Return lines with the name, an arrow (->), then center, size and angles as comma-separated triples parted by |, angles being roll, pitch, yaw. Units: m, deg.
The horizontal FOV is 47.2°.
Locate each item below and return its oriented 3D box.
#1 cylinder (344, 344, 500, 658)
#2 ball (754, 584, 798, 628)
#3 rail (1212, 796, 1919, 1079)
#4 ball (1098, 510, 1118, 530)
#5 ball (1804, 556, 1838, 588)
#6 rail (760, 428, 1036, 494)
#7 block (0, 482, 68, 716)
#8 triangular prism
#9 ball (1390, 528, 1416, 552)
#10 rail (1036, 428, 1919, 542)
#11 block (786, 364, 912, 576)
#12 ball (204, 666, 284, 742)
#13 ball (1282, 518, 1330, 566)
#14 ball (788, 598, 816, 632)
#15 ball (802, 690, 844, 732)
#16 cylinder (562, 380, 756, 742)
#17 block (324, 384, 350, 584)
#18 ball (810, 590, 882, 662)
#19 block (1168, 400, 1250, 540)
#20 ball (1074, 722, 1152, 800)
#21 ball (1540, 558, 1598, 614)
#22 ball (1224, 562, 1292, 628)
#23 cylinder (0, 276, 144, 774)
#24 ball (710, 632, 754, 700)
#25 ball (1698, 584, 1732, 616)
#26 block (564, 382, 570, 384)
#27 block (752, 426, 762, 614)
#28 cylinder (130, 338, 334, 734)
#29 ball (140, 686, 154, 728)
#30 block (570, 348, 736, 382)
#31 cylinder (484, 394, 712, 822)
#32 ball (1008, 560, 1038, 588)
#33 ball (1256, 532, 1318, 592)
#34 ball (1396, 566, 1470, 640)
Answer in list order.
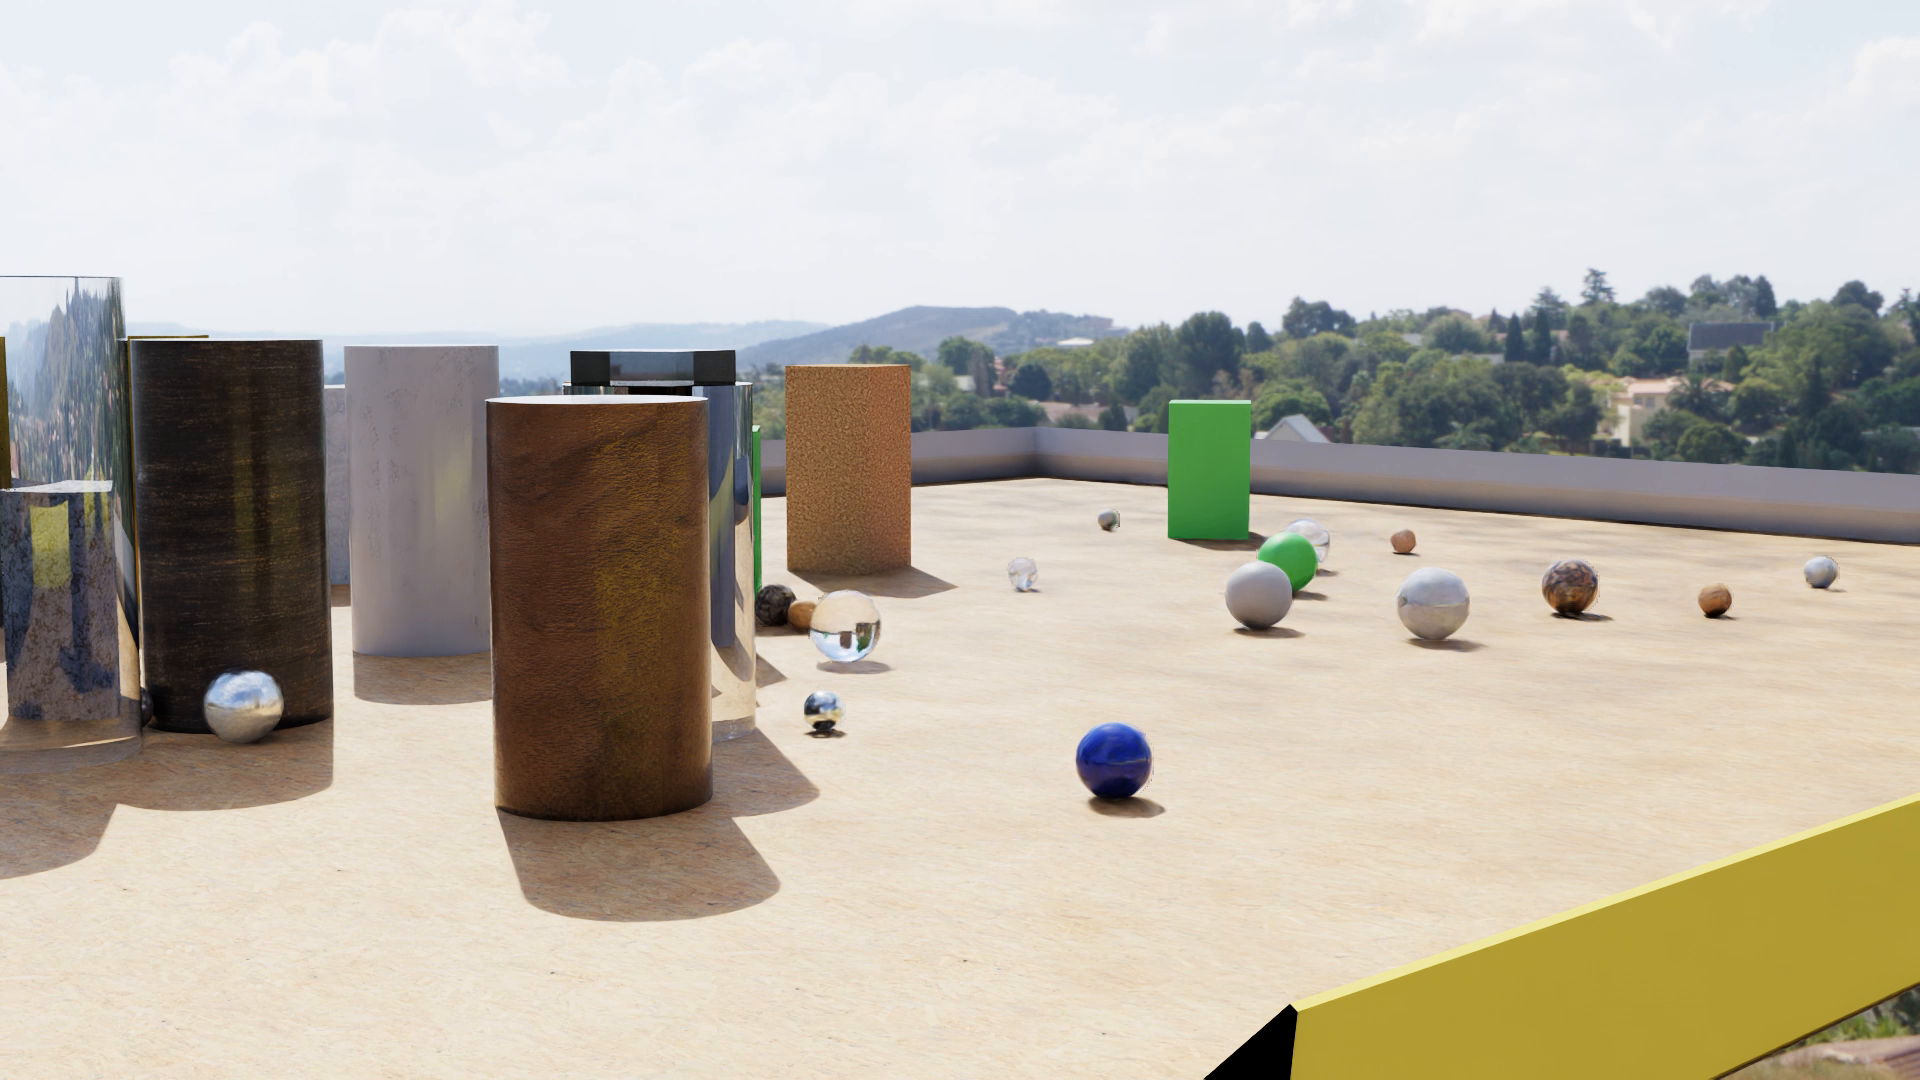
cylinder -> -0.708, -0.058, 2.913 | 0.199, 0.400, 0.199 | 0, 6, 0
ball -> -0.259, 0.092, 3.102 | 0.062, 0.062, 0.062 | 0, 6, 0
rail -> 1.220, 0.171, 2.017 | 3.927, 0.129, 0.045 | -5, 8, -42
ball -> 0.302, -0.042, 4.487 | 0.041, 0.041, 0.041 | 0, 6, 0
ball -> 1.385, 0.052, 3.540 | 0.051, 0.051, 0.051 | 0, 6, 0
rail -> -1.220, -0.103, 4.647 | 3.927, 0.129, 0.045 | -5, 8, -42
block -> -1.123, 0.065, 2.459 | 0.159, 0.249, 0.159 | 2, 6, 20
triangular prism -> -1.181, -0.104, 3.318 | 0.172, 0.408, 0.149 | 2, 6, 22
ball -> 0.818, 0.000, 4.055 | 0.047, 0.047, 0.047 | 0, 6, 0
rail -> 1.426, -0.103, 4.640 | 0.045, 0.129, 3.645 | -5, 8, -42
block -> -0.192, -0.126, 3.799 | 0.159, 0.351, 0.159 | 3, 7, 25
ball -> -0.741, 0.170, 2.276 | 0.079, 0.079, 0.079 | 0, 6, 0
ball -> 0.594, 0.008, 3.787 | 0.088, 0.088, 0.088 | 0, 6, 0
ball -> -0.217, 0.104, 3.066 | 0.046, 0.046, 0.046 | 0, 6, 0
ball -> -0.145, 0.181, 2.336 | 0.043, 0.043, 0.043 | 0, 6, 0
cylinder -> -0.318, 0.019, 2.331 | 0.199, 0.368, 0.199 | 0, 6, 0
block -> -1.035, -0.095, 3.651 | 0.159, 0.320, 0.159 | -2, 6, -22
ball -> -0.145, 0.109, 2.791 | 0.093, 0.093, 0.093 | 0, 6, 0
block -> 0.496, -0.142, 4.374 | 0.159, 0.265, 0.159 | 1, 6, 7
ball -> 0.140, 0.202, 2.008 | 0.071, 0.071, 0.071 | 0, 6, 0
ball -> 0.898, 0.068, 3.239 | 0.082, 0.082, 0.082 | 0, 6, 0
ball -> 0.419, 0.077, 3.089 | 0.095, 0.095, 0.095 | 0, 6, 0
cylinder -> -0.929, -0.022, 2.192 | 0.199, 0.477, 0.199 | 0, 6, 0
ball -> -0.275, 0.144, 2.523 | 0.079, 0.079, 0.079 | 0, 6, 0
ball -> 1.105, 0.088, 3.219 | 0.047, 0.047, 0.047 | 0, 6, 0
block -> -0.705, -0.180, 4.566 | 0.159, 0.300, 0.159 | 4, 7, 33
block -> -0.381, -0.033, 3.307 | 0.159, 0.269, 0.159 | 0, 6, -3
cylinder -> -0.791, -0.011, 2.397 | 0.199, 0.414, 0.199 | 0, 6, 0
ball -> -0.881, 0.178, 2.329 | 0.052, 0.052, 0.052 | 0, 6, 0
block -> -0.407, -0.057, 2.944 | 0.159, 0.392, 0.159 | 3, 6, 23
cylinder -> -0.327, 0.055, 2.001 | 0.199, 0.365, 0.199 | 0, 6, 0
ball -> 0.101, 0.055, 3.531 | 0.048, 0.048, 0.048 | 0, 6, 0
ball -> 0.519, 0.036, 3.485 | 0.096, 0.096, 0.096 | 0, 6, 0
ball -> 0.641, 0.086, 2.982 | 0.099, 0.099, 0.099 | 0, 6, 0
